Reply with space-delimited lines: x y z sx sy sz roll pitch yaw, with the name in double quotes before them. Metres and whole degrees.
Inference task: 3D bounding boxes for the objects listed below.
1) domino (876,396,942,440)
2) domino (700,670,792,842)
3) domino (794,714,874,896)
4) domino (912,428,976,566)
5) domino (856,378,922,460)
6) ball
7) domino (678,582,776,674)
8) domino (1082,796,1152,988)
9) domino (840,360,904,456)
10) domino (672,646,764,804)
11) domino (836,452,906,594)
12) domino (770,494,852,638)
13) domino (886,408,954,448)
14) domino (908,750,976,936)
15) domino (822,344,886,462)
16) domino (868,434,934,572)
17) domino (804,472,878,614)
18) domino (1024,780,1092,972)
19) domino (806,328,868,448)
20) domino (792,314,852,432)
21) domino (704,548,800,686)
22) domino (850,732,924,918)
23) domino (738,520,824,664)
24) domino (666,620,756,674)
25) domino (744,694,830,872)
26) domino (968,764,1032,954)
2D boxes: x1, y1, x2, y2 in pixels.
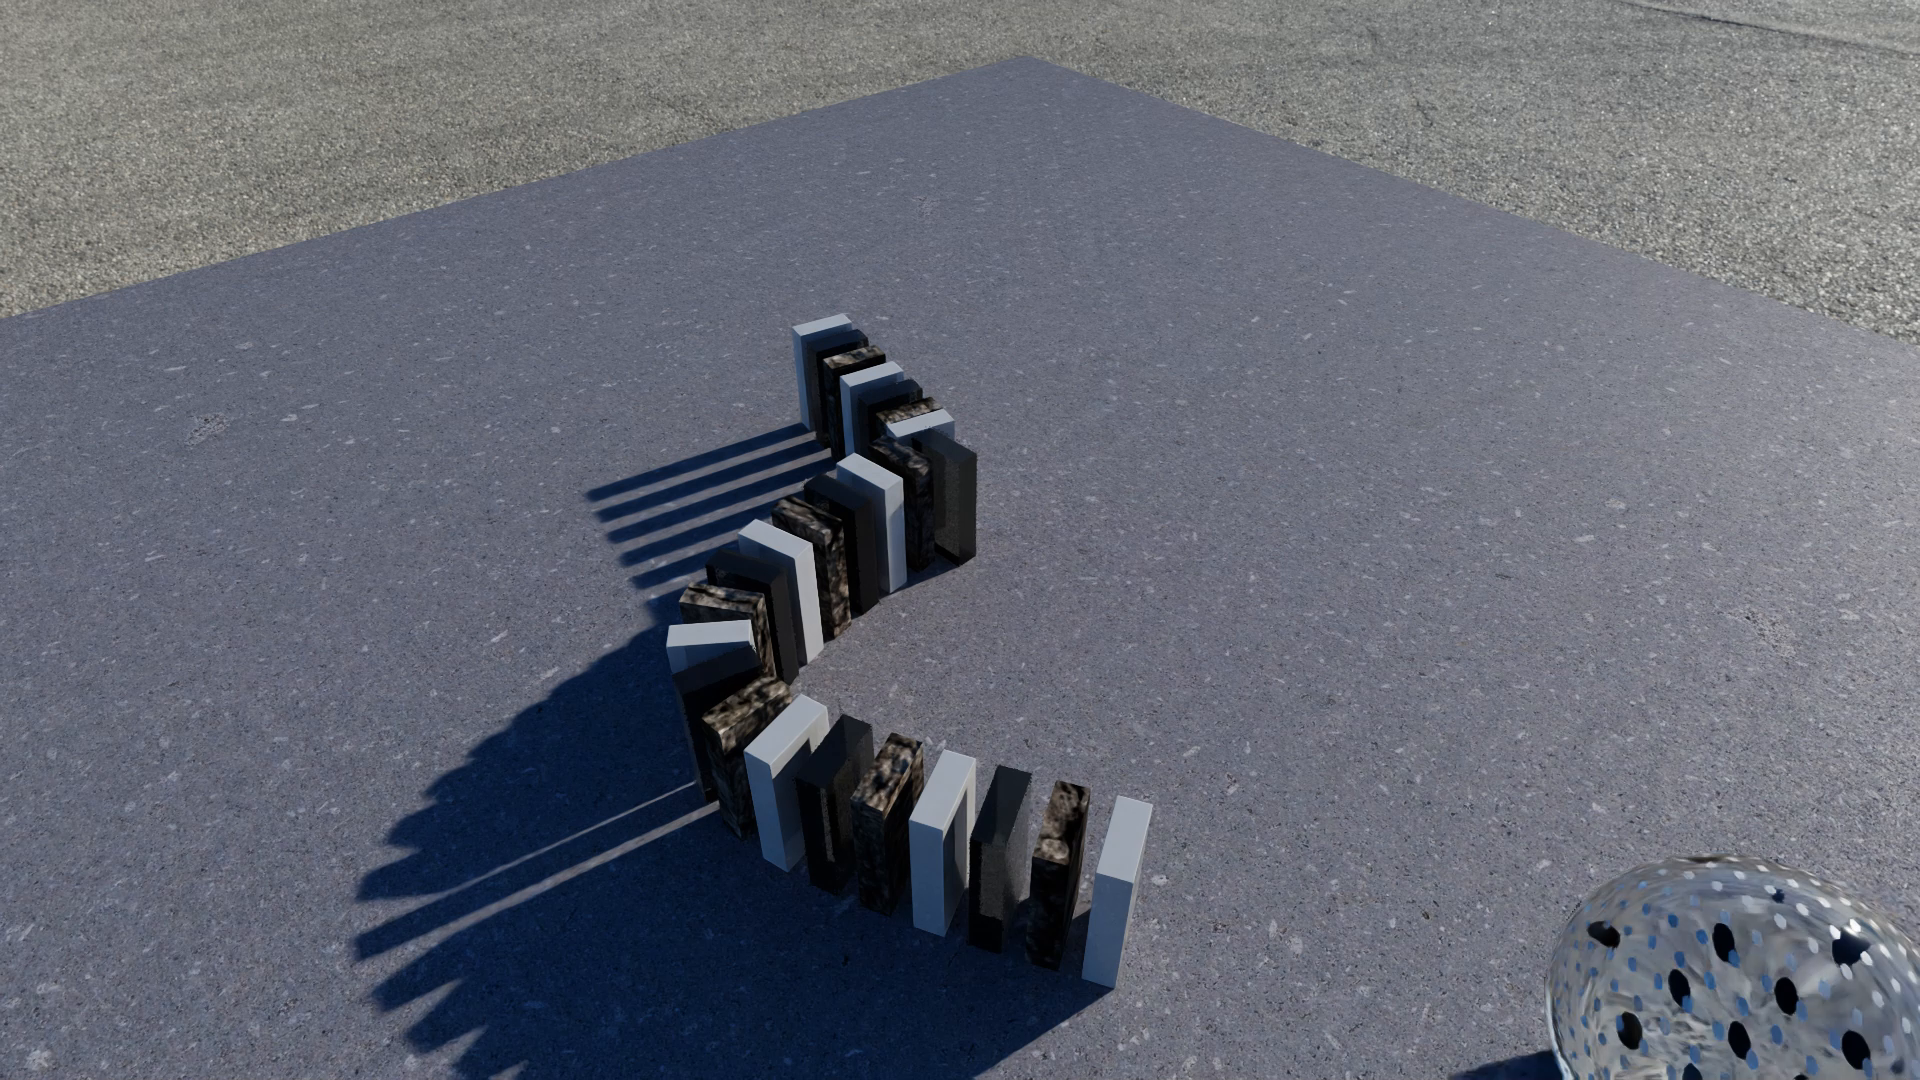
"domino" -0.020 -0.032 0.450 0.025 0.050 0.009 -20 44 -23
"domino" -0.062 0.066 0.331 0.010 0.050 0.025 31 49 32
"domino" -0.034 0.077 0.317 0.010 0.050 0.025 17 42 20
"domino" -0.006 -0.016 0.431 0.025 0.050 0.009 32 49 33
"domino" -0.028 -0.041 0.461 0.025 0.050 0.010 -20 44 -23
"ball" 0.178 0.113 0.250 0.080 0.080 0.080 0 39 0
"domino" -0.076 0.038 0.366 0.025 0.050 0.009 8 40 10
"domino" 0.042 0.095 0.295 0.009 0.050 0.025 12 41 14
"domino" -0.037 -0.050 0.472 0.025 0.050 0.009 -20 44 -23
"domino" -0.072 0.058 0.341 0.025 0.050 0.009 -20 44 -23
"domino" -0.033 -0.006 0.419 0.025 0.050 0.009 29 47 30
"domino" -0.054 0.010 0.399 0.025 0.050 0.010 25 45 27
"domino" -0.015 -0.026 0.443 0.025 0.050 0.009 -19 43 -22
"domino" -0.005 0.085 0.307 0.009 0.050 0.025 13 41 16
"domino" -0.045 -0.059 0.483 0.025 0.050 0.009 -20 44 -23
"domino" -0.023 -0.014 0.428 0.025 0.050 0.009 30 48 31
"domino" -0.044 0.002 0.409 0.025 0.050 0.009 27 46 29
"domino" 0.026 0.092 0.299 0.010 0.050 0.025 11 41 14
"domino" -0.053 -0.068 0.494 0.025 0.050 0.010 -20 44 -23
"domino" -0.062 -0.076 0.505 0.025 0.050 0.009 -20 44 -23
"domino" -0.071 0.028 0.378 0.025 0.050 0.009 16 42 18
"domino" -0.020 0.081 0.312 0.009 0.050 0.025 15 42 18
"domino" -0.063 0.019 0.389 0.025 0.050 0.009 22 44 24
"domino" -0.077 0.048 0.353 0.025 0.050 0.009 -4 39 -5
"domino" -0.049 0.072 0.324 0.009 0.050 0.025 22 44 25
"domino" 0.011 0.089 0.303 0.009 0.050 0.025 12 41 14
